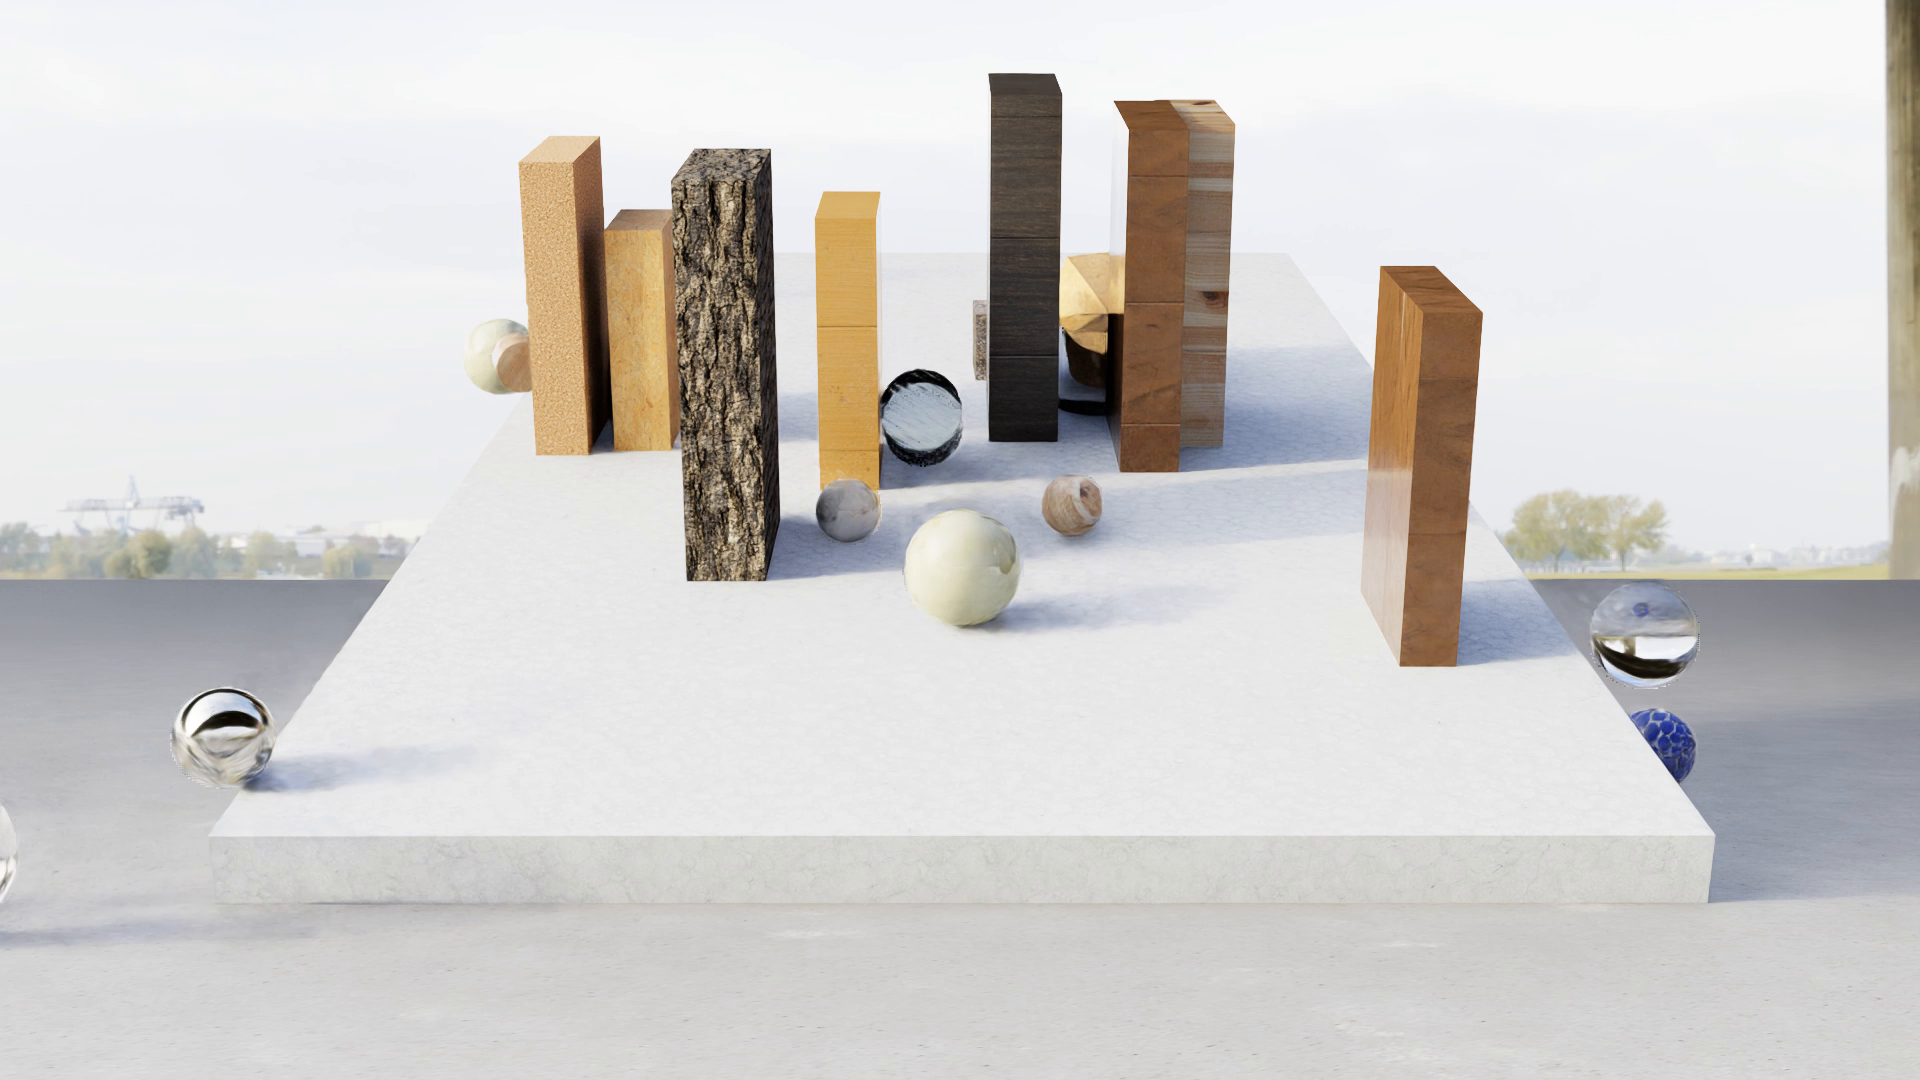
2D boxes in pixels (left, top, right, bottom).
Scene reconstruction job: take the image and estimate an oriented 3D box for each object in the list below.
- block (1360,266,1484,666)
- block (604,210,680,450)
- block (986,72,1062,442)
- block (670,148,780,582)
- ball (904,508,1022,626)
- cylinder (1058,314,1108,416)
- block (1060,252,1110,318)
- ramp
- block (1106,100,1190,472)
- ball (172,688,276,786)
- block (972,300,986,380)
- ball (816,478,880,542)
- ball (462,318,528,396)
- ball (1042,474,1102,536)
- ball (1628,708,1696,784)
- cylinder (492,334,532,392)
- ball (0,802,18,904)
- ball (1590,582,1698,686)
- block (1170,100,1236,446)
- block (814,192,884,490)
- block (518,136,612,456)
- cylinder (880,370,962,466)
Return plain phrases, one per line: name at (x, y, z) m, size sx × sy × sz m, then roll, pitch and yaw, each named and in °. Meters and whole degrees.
block at (0.741, -0.127, 3.632) m, size 0.090 × 0.572 × 0.356 m, roll 0°, pitch 18°, yaw 0°
block at (-0.667, -0.448, 4.761) m, size 0.118 × 0.468 × 0.248 m, roll 0°, pitch 18°, yaw 0°
block at (0.135, -0.616, 4.850) m, size 0.147 × 0.733 × 0.377 m, roll 0°, pitch 18°, yaw 0°
block at (-0.411, -0.318, 3.994) m, size 0.139 × 0.704 × 0.361 m, roll 0°, pitch 18°, yaw 0°
ball at (0.005, 0.045, 3.711) m, size 0.194 × 0.194 × 0.194 m, roll 0°, pitch -1°, yaw 0°
cylinder at (0.311, -0.397, 5.052) m, size 0.190 × 0.190 × 0.190 m, roll 0°, pitch 18°, yaw 0°
block at (0.359, -0.534, 5.310) m, size 0.210 × 0.210 × 0.210 m, roll -11°, pitch -39°, yaw -30°
ramp at (-0.004, -0.191, 4.888) m, size 2.000 × 0.100 × 4.000 m, roll 0°, pitch 18°, yaw 0°
block at (0.385, -0.537, 4.673) m, size 0.119 × 0.694 × 0.445 m, roll 0°, pitch 18°, yaw 0°
ball at (-1.022, 0.273, 3.116) m, size 0.137 × 0.137 × 0.137 m, roll 0°, pitch -1°, yaw 0°
block at (0.113, -0.477, 5.342) m, size 0.159 × 0.159 × 0.159 m, roll -1°, pitch 18°, yaw -2°
ball at (-0.207, -0.055, 4.130) m, size 0.119 × 0.119 × 0.119 m, roll 0°, pitch -1°, yaw 0°
ball at (-1.173, -0.469, 5.738) m, size 0.196 × 0.196 × 0.196 m, roll 0°, pitch -1°, yaw 0°
ball at (0.209, -0.065, 4.172) m, size 0.114 × 0.114 × 0.114 m, roll 0°, pitch -1°, yaw 0°
ball at (1.408, 0.426, 4.554) m, size 0.167 × 0.167 × 0.167 m, roll 0°, pitch -1°, yaw 0°
cylinder at (-1.023, -0.412, 5.213) m, size 0.117 × 0.117 × 0.117 m, roll 0°, pitch 16°, yaw -17°
ball at (-1.239, 0.379, 2.681) m, size 0.207 × 0.207 × 0.207 m, roll 0°, pitch -1°, yaw 0°
ball at (1.160, 0.160, 3.806) m, size 0.177 × 0.177 × 0.177 m, roll 0°, pitch -1°, yaw 0°
block at (0.492, -0.583, 4.836) m, size 0.131 × 0.679 × 0.391 m, roll 0°, pitch 18°, yaw 0°
block at (-0.220, -0.405, 4.513) m, size 0.118 × 0.543 × 0.308 m, roll 0°, pitch 18°, yaw 0°
block at (-0.832, -0.525, 4.764) m, size 0.109 × 0.611 × 0.372 m, roll 0°, pitch 18°, yaw 0°
cylinder at (-0.077, -0.246, 4.544) m, size 0.164 × 0.164 × 0.164 m, roll 0°, pitch -10°, yaw 1°
